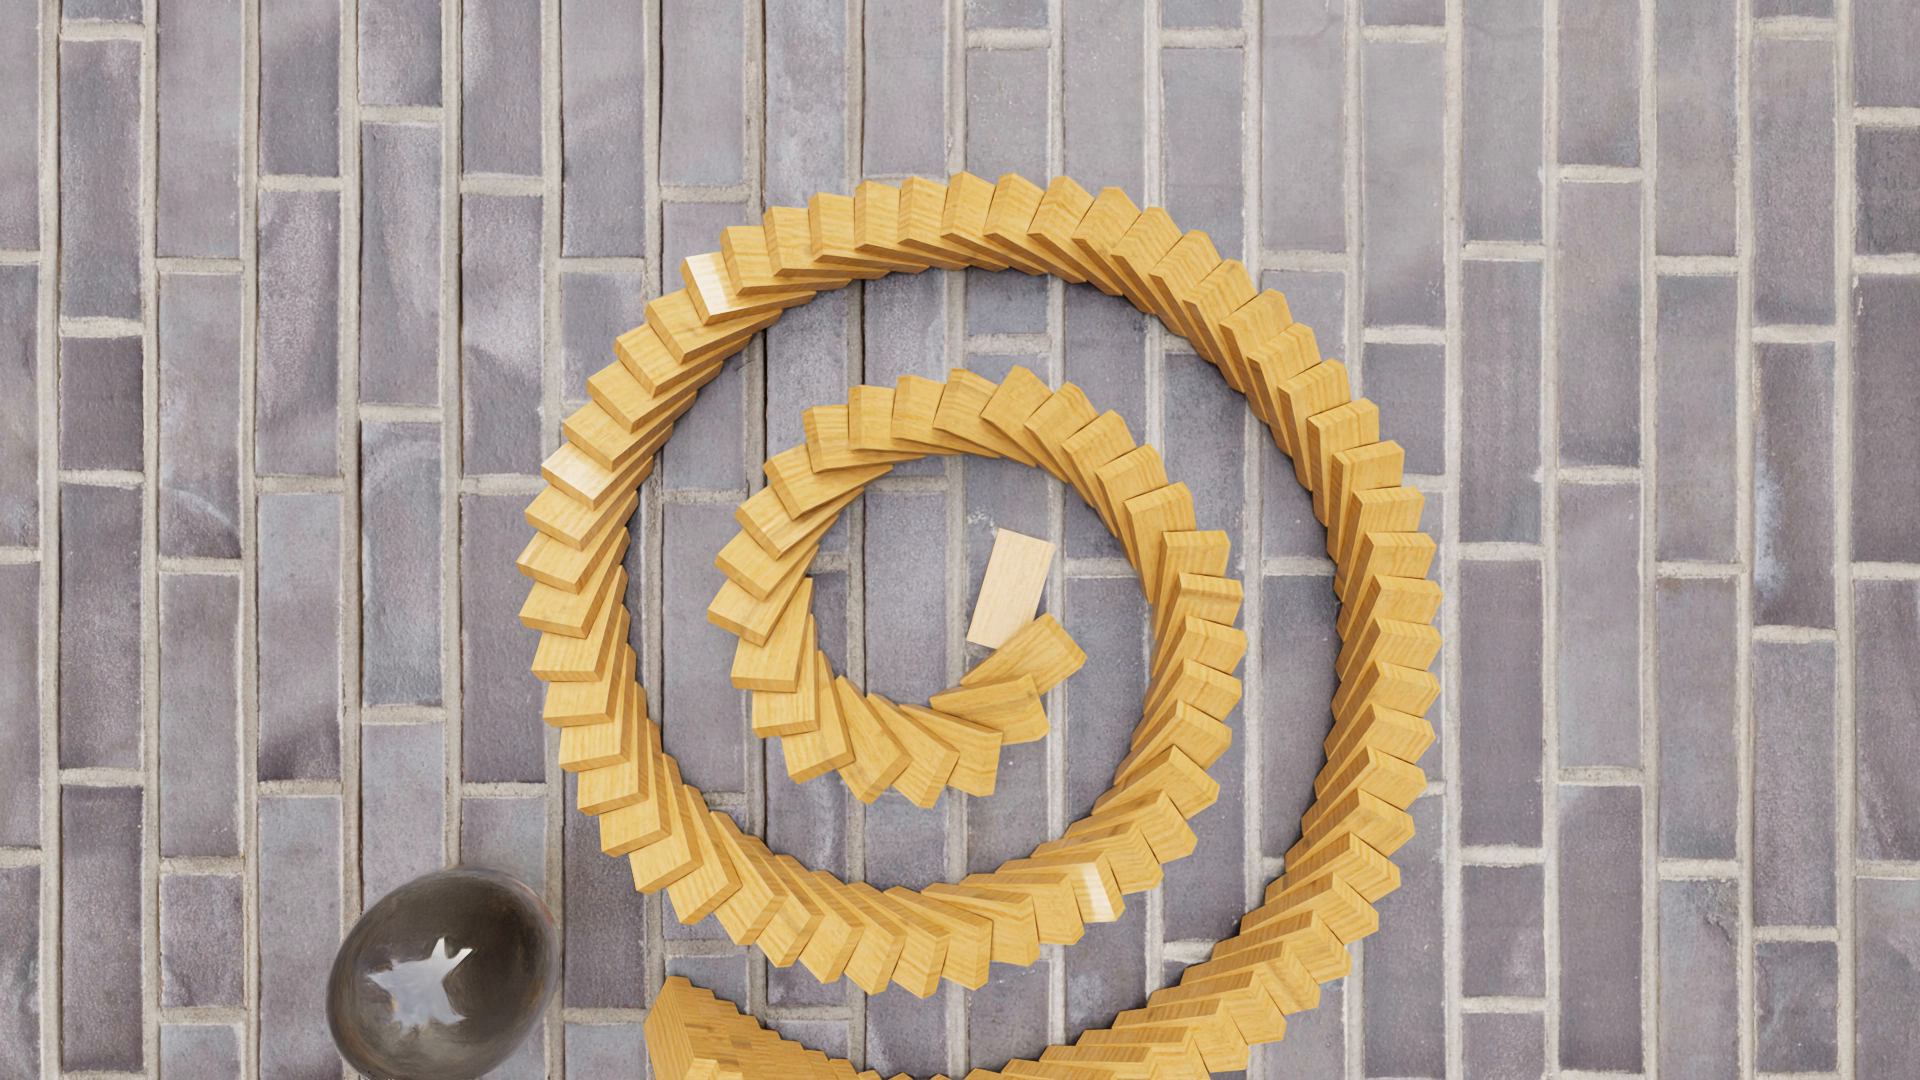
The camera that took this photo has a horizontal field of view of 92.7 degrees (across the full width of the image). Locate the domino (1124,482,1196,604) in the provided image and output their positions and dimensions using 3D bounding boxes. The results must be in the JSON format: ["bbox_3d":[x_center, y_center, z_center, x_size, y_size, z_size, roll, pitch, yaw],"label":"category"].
[{"bbox_3d":[0.085,0.002,0.381,0.025,0.009,0.050,-19,127,0],"label":"domino"}]

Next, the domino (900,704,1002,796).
[{"bbox_3d":[-0.006,0.086,0.380,0.050,0.009,0.025,9,90,42],"label":"domino"}]

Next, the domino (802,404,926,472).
[{"bbox_3d":[-0.039,-0.043,0.381,0.050,0.010,0.025,-11,89,-38],"label":"domino"}]

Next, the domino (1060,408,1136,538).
[{"bbox_3d":[0.064,-0.027,0.381,0.025,0.009,0.050,-35,126,0],"label":"domino"}]

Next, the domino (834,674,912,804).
[{"bbox_3d":[-0.044,0.082,0.380,0.025,0.009,0.050,-47,50,0],"label":"domino"}]

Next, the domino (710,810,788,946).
[{"bbox_3d":[-0.095,0.140,0.382,0.050,0.009,0.025,38,90,35],"label":"domino"}]

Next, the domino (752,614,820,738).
[{"bbox_3d":[-0.072,0.056,0.381,0.025,0.010,0.050,-8,53,0],"label":"domino"}]

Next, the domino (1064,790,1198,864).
[{"bbox_3d":[0.070,0.124,0.381,0.050,0.009,0.025,-35,91,36],"label":"domino"}]

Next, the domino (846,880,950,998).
[{"bbox_3d":[-0.029,0.165,0.382,0.050,0.010,0.025,15,91,35],"label":"domino"}]

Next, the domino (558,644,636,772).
[{"bbox_3d":[-0.150,0.069,0.382,0.025,0.009,0.050,-10,55,0],"label":"domino"}]

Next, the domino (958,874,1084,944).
[{"bbox_3d":[0.025,0.153,0.382,0.050,0.010,0.025,-15,90,35],"label":"domino"}]

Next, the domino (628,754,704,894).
[{"bbox_3d":[-0.126,0.118,0.382,0.025,0.010,0.050,-30,55,0],"label":"domino"}]

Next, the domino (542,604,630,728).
[{"bbox_3d":[-0.155,0.052,0.382,0.025,0.010,0.050,-5,55,0],"label":"domino"}]

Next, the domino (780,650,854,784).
[{"bbox_3d":[-0.062,0.073,0.380,0.025,0.010,0.050,-23,51,1],"label":"domino"}]

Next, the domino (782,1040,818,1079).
[{"bbox_3d":[-0.067,0.234,0.376,0.009,0.050,0.025,26,90,-32],"label":"domino"}]

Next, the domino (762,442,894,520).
[{"bbox_3d":[-0.054,-0.030,0.381,0.050,0.010,0.025,-30,90,-38],"label":"domino"}]

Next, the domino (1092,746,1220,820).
[{"bbox_3d":[0.081,0.108,0.381,0.025,0.010,0.050,41,127,0],"label":"domino"}]

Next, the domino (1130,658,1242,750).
[{"bbox_3d":[0.093,0.073,0.382,0.025,0.009,0.050,23,125,0],"label":"domino"}]

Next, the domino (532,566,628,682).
[{"bbox_3d":[-0.158,0.034,0.382,0.025,0.009,0.050,1,56,0],"label":"domino"}]

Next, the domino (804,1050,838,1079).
[{"bbox_3d":[-0.057,0.239,0.376,0.010,0.050,0.025,26,90,-32],"label":"domino"}]

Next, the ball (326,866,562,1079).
[{"bbox_3d":[-0.200,0.171,0.360,0.080,0.080,0.080,0,90,0],"label":"ball"}]

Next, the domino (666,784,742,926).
[{"bbox_3d":[-0.113,0.130,0.382,0.025,0.009,0.050,-39,55,0],"label":"domino"}]

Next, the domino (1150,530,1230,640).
[{"bbox_3d":[0.095,0.019,0.381,0.025,0.009,0.050,-2,126,-1],"label":"domino"}]

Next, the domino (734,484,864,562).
[{"bbox_3d":[-0.066,-0.016,0.381,0.025,0.010,0.050,48,53,0],"label":"domino"}]

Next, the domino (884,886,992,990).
[{"bbox_3d":[-0.011,0.165,0.381,0.050,0.010,0.025,5,90,36],"label":"domino"}]

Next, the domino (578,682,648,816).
[{"bbox_3d":[-0.144,0.086,0.382,0.025,0.010,0.050,-15,55,0],"label":"domino"}]

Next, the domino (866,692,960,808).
[{"bbox_3d":[-0.025,0.087,0.380,0.050,0.010,0.025,27,90,40],"label":"domino"}]

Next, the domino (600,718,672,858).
[{"bbox_3d":[-0.137,0.103,0.382,0.025,0.009,0.050,-21,55,0],"label":"domino"}]

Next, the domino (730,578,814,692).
[{"bbox_3d":[-0.077,0.038,0.381,0.025,0.009,0.050,4,52,0],"label":"domino"}]

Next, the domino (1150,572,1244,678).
[{"bbox_3d":[0.098,0.038,0.381,0.025,0.010,0.050,8,126,0],"label":"domino"}]

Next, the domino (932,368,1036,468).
[{"bbox_3d":[0.014,-0.050,0.381,0.050,0.009,0.025,18,90,-37],"label":"domino"}]

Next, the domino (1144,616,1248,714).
[{"bbox_3d":[0.097,0.056,0.382,0.025,0.009,0.050,16,126,0],"label":"domino"}]

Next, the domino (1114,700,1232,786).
[{"bbox_3d":[0.088,0.091,0.382,0.025,0.009,0.050,29,126,0],"label":"domino"}]

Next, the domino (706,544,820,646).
[{"bbox_3d":[-0.081,0.017,0.381,0.025,0.010,0.050,25,52,0],"label":"domino"}]

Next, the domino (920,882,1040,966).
[{"bbox_3d":[0.008,0.159,0.382,0.050,0.009,0.025,-8,90,35],"label":"domino"}]

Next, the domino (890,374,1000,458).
[{"bbox_3d":[-0.004,-0.051,0.381,0.050,0.009,0.025,8,90,-37],"label":"domino"}]

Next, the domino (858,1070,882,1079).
[{"bbox_3d":[-0.030,0.250,0.379,0.050,0.010,0.025,30,93,42],"label":"domino"}]

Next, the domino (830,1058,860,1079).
[{"bbox_3d":[-0.045,0.242,0.377,0.009,0.050,0.025,26,90,-34],"label":"domino"}]

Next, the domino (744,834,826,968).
[{"bbox_3d":[-0.081,0.150,0.382,0.050,0.010,0.025,34,90,35],"label":"domino"}]

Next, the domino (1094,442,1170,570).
[{"bbox_3d":[0.076,-0.013,0.382,0.025,0.010,0.050,-27,126,0],"label":"domino"}]

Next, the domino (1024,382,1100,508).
[{"bbox_3d":[0.050,-0.039,0.381,0.025,0.009,0.050,-44,127,-1],"label":"domino"}]

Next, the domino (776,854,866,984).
[{"bbox_3d":[-0.064,0.157,0.382,0.050,0.010,0.025,28,90,35],"label":"domino"}]

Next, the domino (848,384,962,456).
[{"bbox_3d":[-0.022,-0.049,0.381,0.050,0.009,0.025,0,89,-37],"label":"domino"}]

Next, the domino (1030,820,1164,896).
[{"bbox_3d":[0.056,0.135,0.382,0.050,0.010,0.025,-28,91,36],"label":"domino"}]

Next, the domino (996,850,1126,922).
[{"bbox_3d":[0.041,0.146,0.382,0.050,0.009,0.025,-21,90,35],"label":"domino"}]

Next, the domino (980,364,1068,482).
[{"bbox_3d":[0.034,-0.047,0.381,0.050,0.009,0.025,35,89,-37],"label":"domino"}]

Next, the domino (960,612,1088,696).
[{"bbox_3d":[0.026,0.054,0.384,0.025,0.009,0.050,49,120,0],"label":"domino"}]

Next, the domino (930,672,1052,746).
[{"bbox_3d":[0.012,0.072,0.380,0.050,0.009,0.025,-19,91,41],"label":"domino"}]

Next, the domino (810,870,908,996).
[{"bbox_3d":[-0.047,0.162,0.382,0.050,0.009,0.025,22,90,35],"label":"domino"}]

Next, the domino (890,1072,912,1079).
[{"bbox_3d":[-0.011,0.248,0.381,0.050,0.009,0.025,13,90,37],"label":"domino"}]

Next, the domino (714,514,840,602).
[{"bbox_3d":[-0.076,0.000,0.381,0.025,0.009,0.050,38,53,0],"label":"domino"}]
